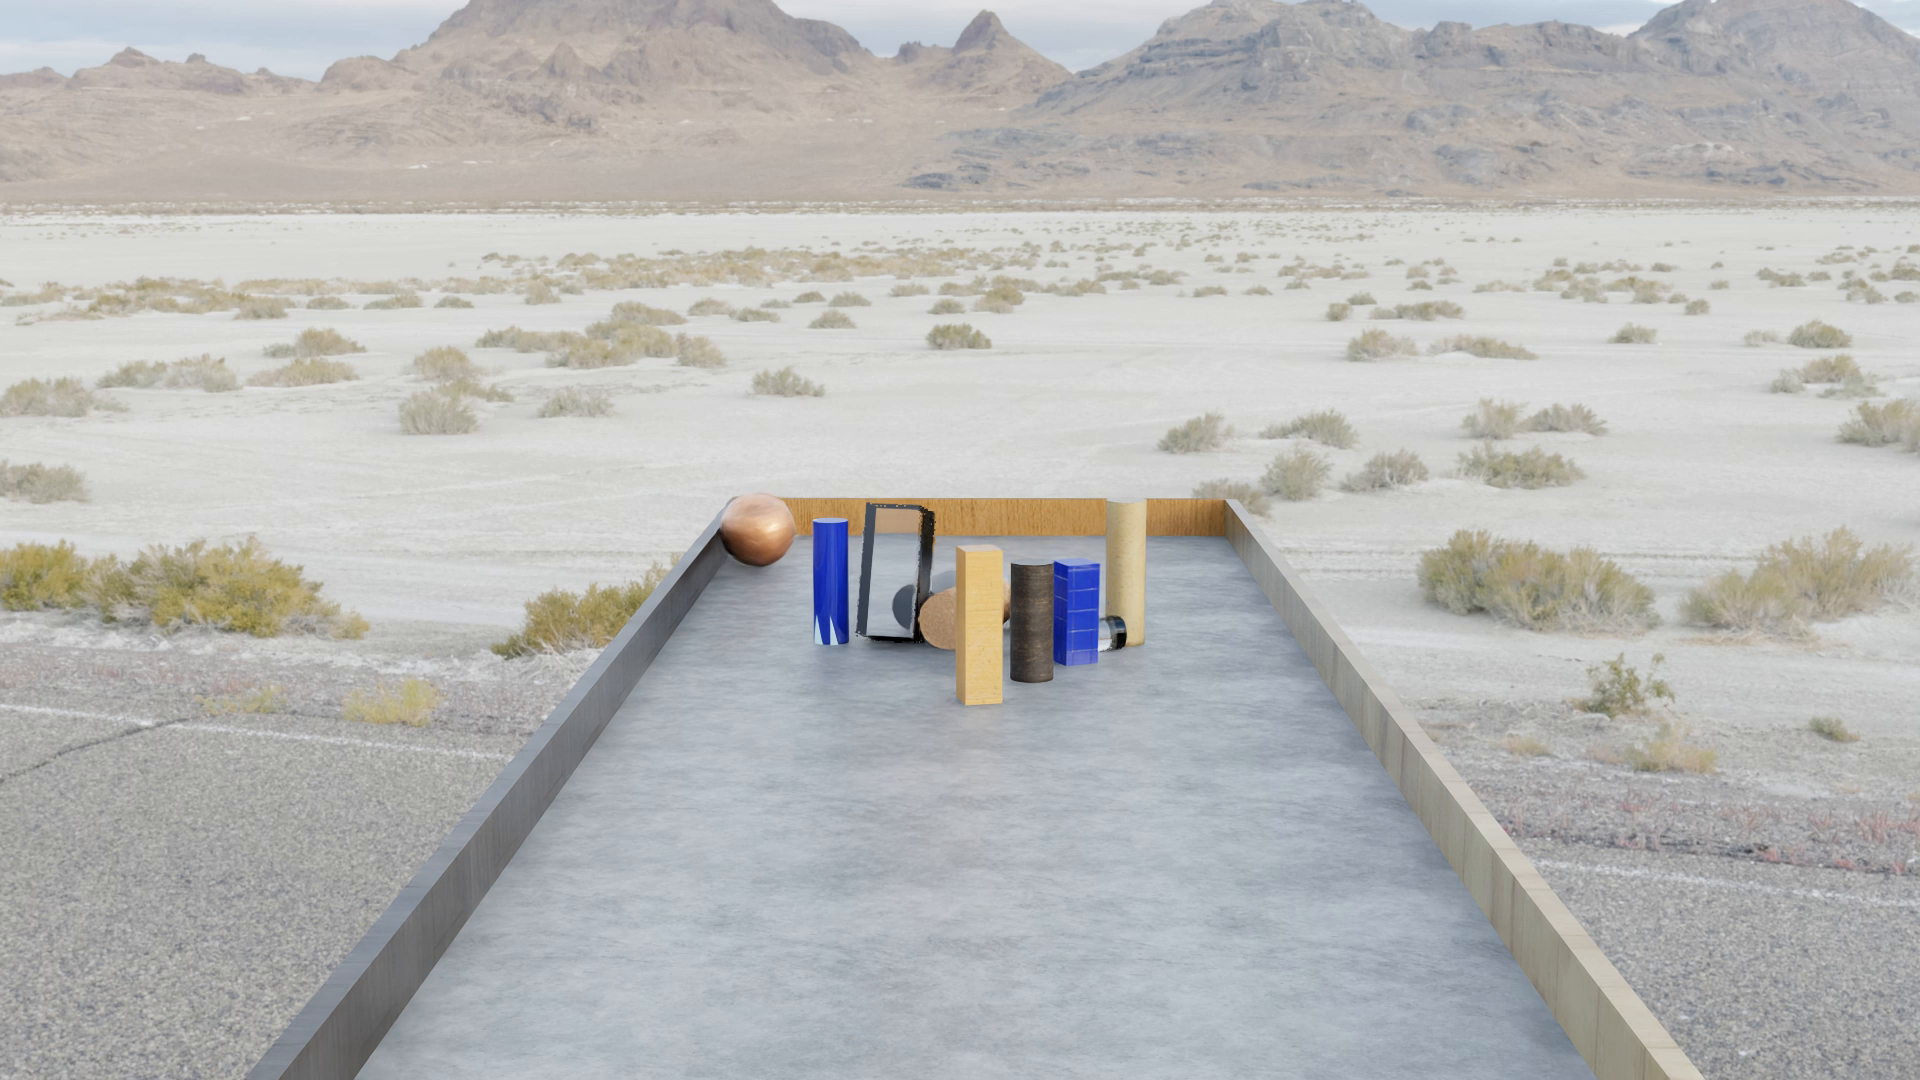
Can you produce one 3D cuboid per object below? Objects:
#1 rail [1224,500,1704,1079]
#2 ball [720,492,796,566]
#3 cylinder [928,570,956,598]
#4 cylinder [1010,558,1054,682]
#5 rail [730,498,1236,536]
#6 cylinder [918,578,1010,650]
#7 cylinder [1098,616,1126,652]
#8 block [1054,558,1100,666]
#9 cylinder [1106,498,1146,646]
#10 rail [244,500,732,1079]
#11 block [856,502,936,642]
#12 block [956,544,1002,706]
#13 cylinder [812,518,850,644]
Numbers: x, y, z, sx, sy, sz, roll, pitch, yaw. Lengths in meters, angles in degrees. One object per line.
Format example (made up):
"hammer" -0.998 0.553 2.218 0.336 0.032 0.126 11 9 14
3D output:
"rail" 1.046 0.843 3.208 0.050 0.150 12.000 0 9 1
"ball" -0.769 -0.042 8.366 0.284 0.284 0.284 0 9 0
"cylinder" -0.075 0.202 7.242 0.154 0.154 0.332 3 10 19
"cylinder" 0.211 0.234 6.424 0.127 0.347 0.127 0 9 0
"rail" 0.099 -0.098 9.147 2.100 0.150 0.050 0 9 1
"cylinder" 0.025 0.226 7.014 0.178 0.178 0.384 4 10 22
"cylinder" 0.356 0.297 6.792 0.304 0.107 0.107 -4 10 -24
"block" 0.348 0.217 6.654 0.108 0.307 0.108 -4 11 -24
"cylinder" 0.521 0.100 6.922 0.126 0.457 0.126 0 9 0
"rail" -1.004 0.839 3.234 0.050 0.150 12.000 0 9 1
"block" -0.202 0.104 6.925 0.175 0.414 0.175 2 -7 15
"block" 0.053 0.236 6.141 0.106 0.432 0.106 -2 9 -15
"cylinder" -0.408 0.130 6.950 0.113 0.389 0.113 0 9 0
